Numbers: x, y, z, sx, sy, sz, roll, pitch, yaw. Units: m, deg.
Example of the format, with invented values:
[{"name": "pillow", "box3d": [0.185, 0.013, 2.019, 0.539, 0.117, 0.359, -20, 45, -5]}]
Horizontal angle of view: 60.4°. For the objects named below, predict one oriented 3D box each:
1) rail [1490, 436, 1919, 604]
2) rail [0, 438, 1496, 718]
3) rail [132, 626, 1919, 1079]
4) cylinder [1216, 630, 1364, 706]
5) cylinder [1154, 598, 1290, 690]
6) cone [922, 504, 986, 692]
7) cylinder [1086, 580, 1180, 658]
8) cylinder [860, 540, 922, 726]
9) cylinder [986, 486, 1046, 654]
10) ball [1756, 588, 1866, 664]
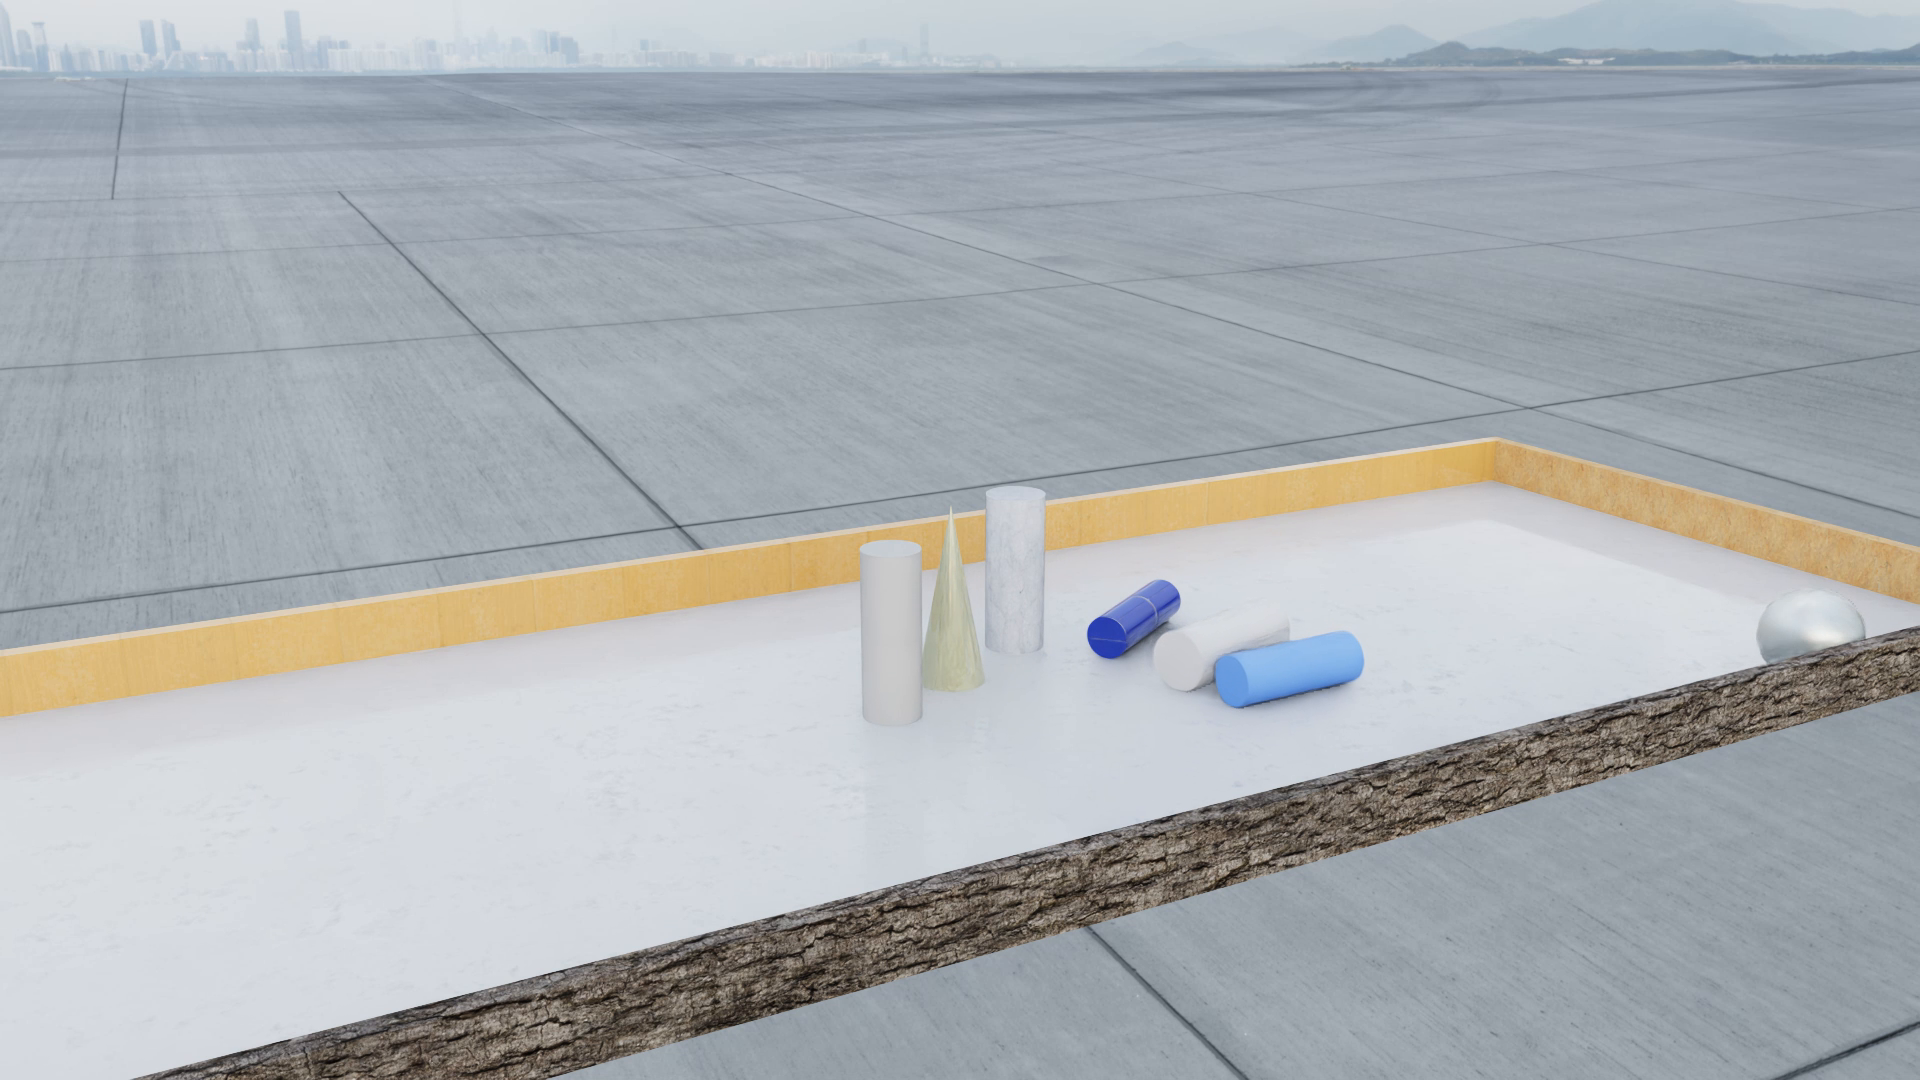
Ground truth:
[{"name": "rail", "box3d": [2.466, -0.048, 5.253, 0.050, 0.150, 2.100, -9, 18, -27]}, {"name": "rail", "box3d": [-3.305, 0.497, 3.399, 12.000, 0.150, 0.050, -9, 18, -27]}, {"name": "rail", "box3d": [-2.336, 1.006, 1.665, 12.000, 0.150, 0.050, -9, 18, -27]}, {"name": "cylinder", "box3d": [0.812, 0.314, 4.058, 0.363, 0.128, 0.128, -9, 19, -28]}, {"name": "cylinder", "box3d": [0.670, 0.261, 4.195, 0.152, 0.152, 0.373, 16, 23, 43]}, {"name": "cone", "box3d": [-0.022, 0.133, 4.094, 0.173, 0.456, 0.173, 0, 16, 0]}, {"name": "cylinder", "box3d": [0.472, 0.209, 4.442, 0.114, 0.114, 0.367, 9, 19, 28]}, {"name": "cylinder", "box3d": [-0.161, 0.218, 3.878, 0.144, 0.414, 0.144, 0, 16, 0]}, {"name": "cylinder", "box3d": [0.145, 0.079, 4.348, 0.156, 0.416, 0.156, 0, 16, 0]}, {"name": "ball", "box3d": [2.117, 0.241, 4.104, 0.243, 0.243, 0.243, 0, 16, 0]}]
